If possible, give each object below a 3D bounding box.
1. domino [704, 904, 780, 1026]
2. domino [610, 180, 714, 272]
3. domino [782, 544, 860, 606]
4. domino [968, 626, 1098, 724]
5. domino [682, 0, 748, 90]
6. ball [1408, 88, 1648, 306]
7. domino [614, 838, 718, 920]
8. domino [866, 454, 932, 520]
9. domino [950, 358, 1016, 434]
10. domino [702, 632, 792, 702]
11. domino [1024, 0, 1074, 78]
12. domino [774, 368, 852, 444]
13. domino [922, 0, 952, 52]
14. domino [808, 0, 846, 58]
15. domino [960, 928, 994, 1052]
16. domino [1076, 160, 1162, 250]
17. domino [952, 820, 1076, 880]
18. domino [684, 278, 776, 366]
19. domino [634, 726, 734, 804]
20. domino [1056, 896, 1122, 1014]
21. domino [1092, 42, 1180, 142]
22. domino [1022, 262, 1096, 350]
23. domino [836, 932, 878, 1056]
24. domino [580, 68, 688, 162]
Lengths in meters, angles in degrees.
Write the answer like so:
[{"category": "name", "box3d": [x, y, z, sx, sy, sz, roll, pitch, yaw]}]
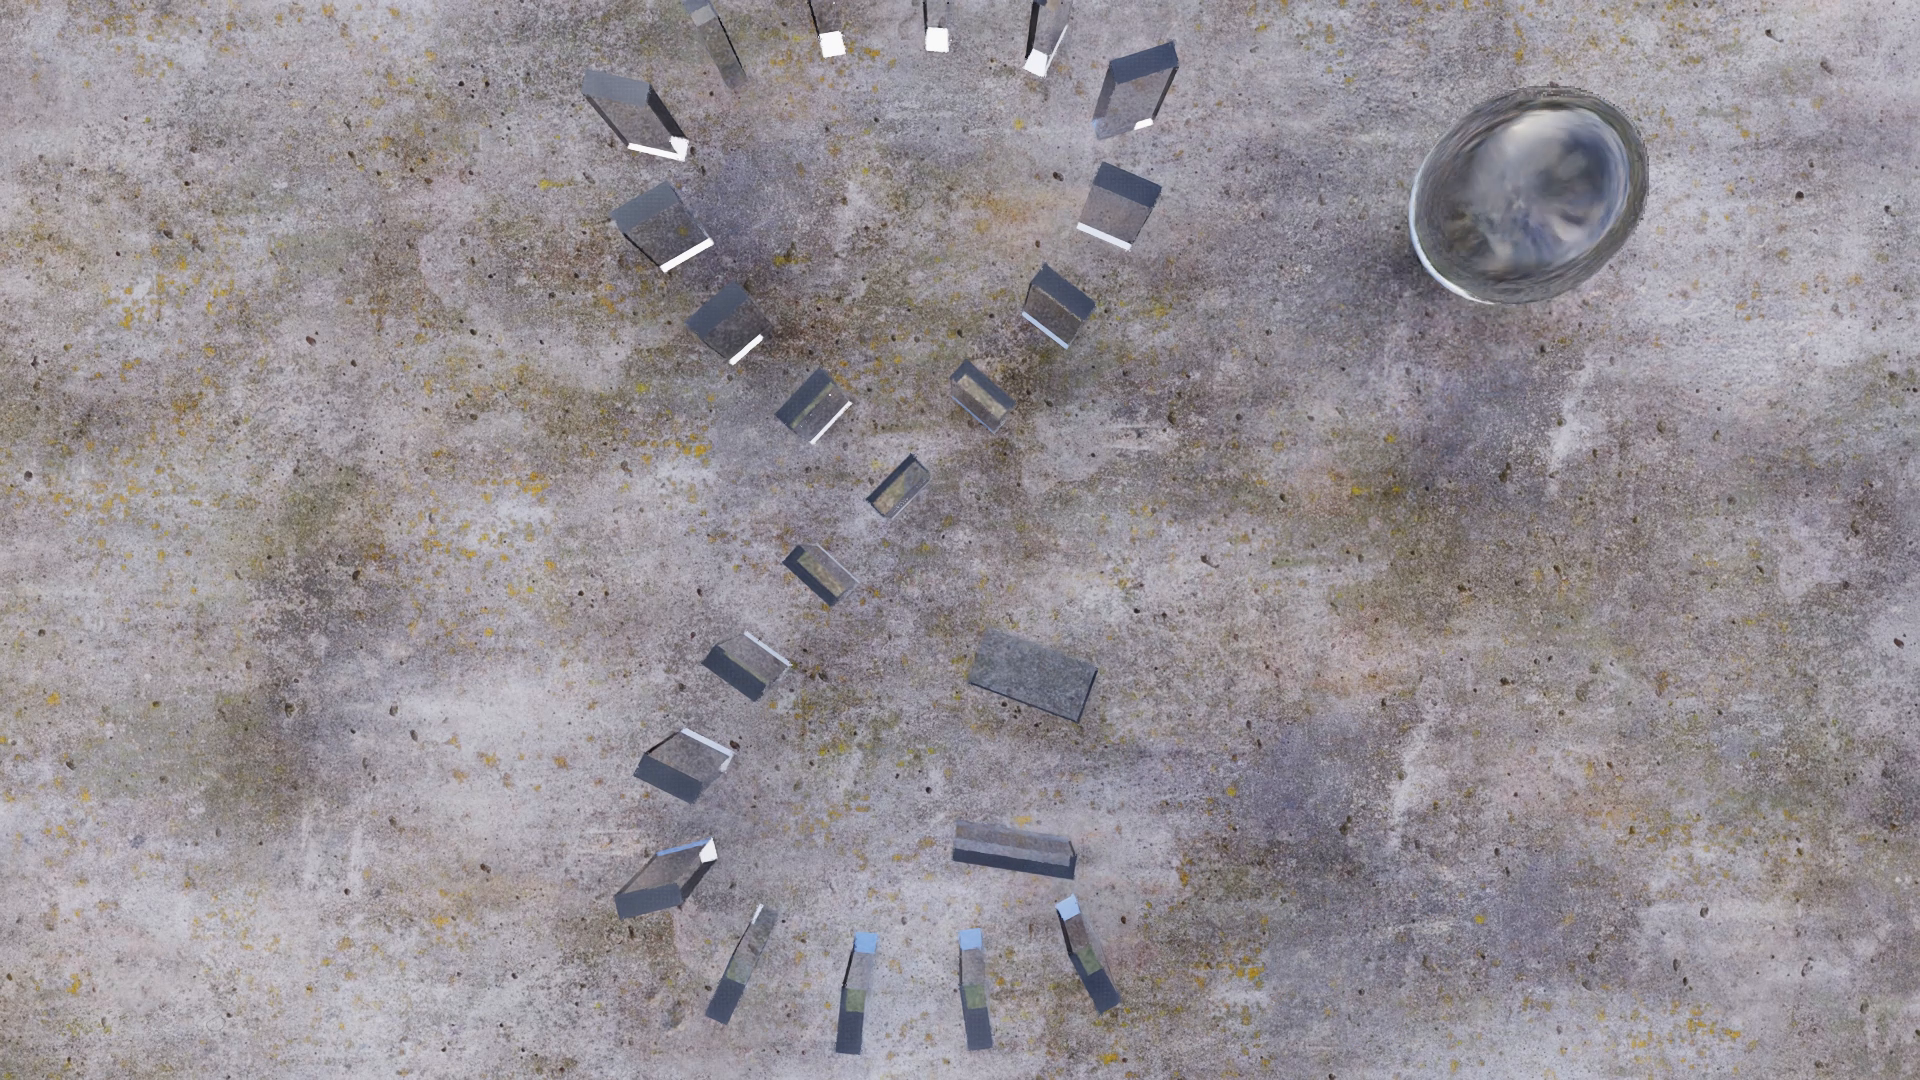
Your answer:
[{"category": "domino", "box3d": [-0.088, 0.172, 0.375, 0.010, 0.050, 0.025, 24, 90, 0]}, {"category": "domino", "box3d": [-0.121, -0.127, 0.375, 0.025, 0.050, 0.009, -30, 90, 0]}, {"category": "domino", "box3d": [-0.056, 0.014, 0.375, 0.025, 0.050, 0.010, 42, 90, 0]}, {"category": "domino", "box3d": [0.031, 0.058, 0.395, 0.050, 0.009, 0.025, 20, 90, 0]}, {"category": "domino", "box3d": [-0.102, -0.209, 0.375, 0.009, 0.050, 0.025, -29, 90, 0]}, {"category": "ball", "box3d": [0.221, -0.133, 0.360, 0.080, 0.080, 0.080, 0, 90, 0]}, {"category": "domino", "box3d": [-0.119, 0.138, 0.375, 0.025, 0.050, 0.009, -15, 90, 0]}, {"category": "domino", "box3d": [-0.024, -0.021, 0.375, 0.009, 0.050, 0.025, 45, 90, 0]}, {"category": "domino", "box3d": [0.009, -0.058, 0.375, 0.025, 0.050, 0.010, 41, 90, 0]}, {"category": "domino", "box3d": [-0.086, 0.051, 0.375, 0.025, 0.050, 0.010, 36, 90, 0]}, {"category": "domino", "box3d": [0.037, -0.215, 0.375, 0.010, 0.050, 0.025, 26, 90, 0]}, {"category": "domino", "box3d": [-0.059, -0.054, 0.375, 0.010, 0.050, 0.025, 44, 90, 0]}, {"category": "domino", "box3d": [-0.009, -0.226, 0.375, 0.010, 0.050, 0.025, 4, 90, 0]}, {"category": "domino", "box3d": [-0.057, -0.224, 0.375, 0.009, 0.050, 0.025, -10, 90, 0]}, {"category": "domino", "box3d": [0.006, 0.182, 0.375, 0.009, 0.050, 0.025, -8, 90, 0]}, {"category": "domino", "box3d": [0.064, -0.136, 0.375, 0.025, 0.050, 0.009, 23, 90, 0]}, {"category": "domino", "box3d": [0.022, 0.131, 0.388, 0.050, 0.025, 0.010, 9, 90, 0]}, {"category": "domino", "box3d": [-0.093, -0.088, 0.375, 0.025, 0.050, 0.009, -41, 90, 0]}, {"category": "domino", "box3d": [-0.112, 0.091, 0.375, 0.025, 0.050, 0.010, 26, 90, 0]}, {"category": "domino", "box3d": [0.052, 0.168, 0.375, 0.010, 0.050, 0.025, -28, 90, 0]}, {"category": "domino", "box3d": [0.071, -0.182, 0.375, 0.025, 0.050, 0.009, -18, 90, 0]}, {"category": "domino", "box3d": [0.040, -0.095, 0.375, 0.025, 0.050, 0.009, 38, 90, 0]}, {"category": "domino", "box3d": [-0.042, 0.184, 0.375, 0.010, 0.050, 0.025, 6, 90, 0]}, {"category": "domino", "box3d": [-0.132, -0.173, 0.375, 0.025, 0.050, 0.010, 13, 90, 0]}]
